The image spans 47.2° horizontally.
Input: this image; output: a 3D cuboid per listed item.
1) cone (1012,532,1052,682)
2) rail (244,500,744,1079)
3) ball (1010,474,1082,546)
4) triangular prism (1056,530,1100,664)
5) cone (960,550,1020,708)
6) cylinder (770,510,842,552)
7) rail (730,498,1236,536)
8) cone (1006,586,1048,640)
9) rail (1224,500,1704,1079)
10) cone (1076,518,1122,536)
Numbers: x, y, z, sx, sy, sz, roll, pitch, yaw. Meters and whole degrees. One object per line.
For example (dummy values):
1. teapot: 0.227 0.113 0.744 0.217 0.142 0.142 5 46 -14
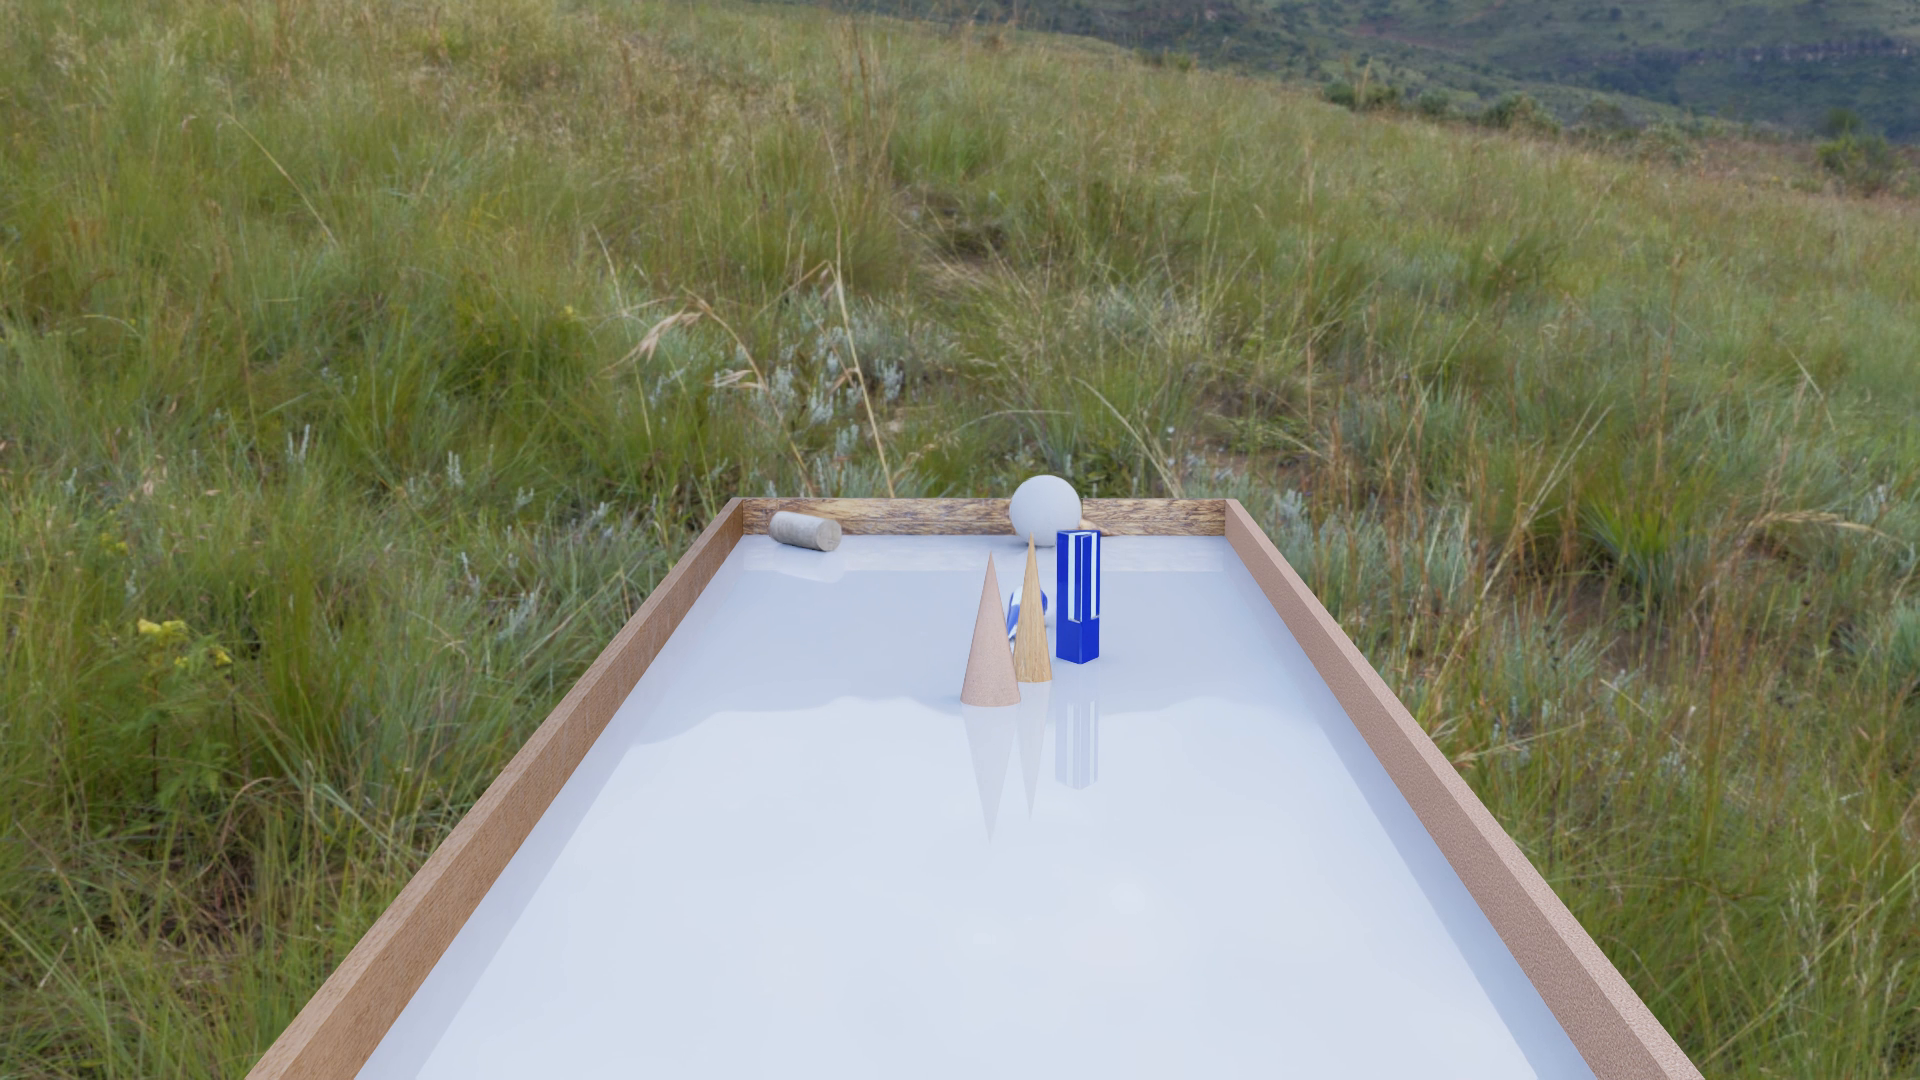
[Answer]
1. cone: 0.208 0.183 6.419 0.126 0.449 0.126 0 9 0
2. rail: -1.004 0.839 3.234 0.050 0.150 12.000 0 9 1
3. ball: 0.344 -0.118 8.835 0.289 0.289 0.289 0 9 0
4. triangular prism: 0.378 0.169 6.692 0.112 0.392 0.129 -6 11 -31
5. cone: 0.086 0.237 6.142 0.172 0.429 0.172 0 9 0
6. cylinder: -0.620 -0.036 8.826 0.129 0.129 0.309 -8 12 -41
7. rail: 0.099 -0.098 9.147 2.100 0.150 0.050 0 9 1
8. cone: 0.181 0.271 7.096 0.129 0.129 0.384 2 19 14
9. rail: 1.046 0.843 3.208 0.050 0.150 12.000 0 9 1
10. cone: 0.527 -0.045 9.077 0.320 0.138 0.138 10 6 -18
